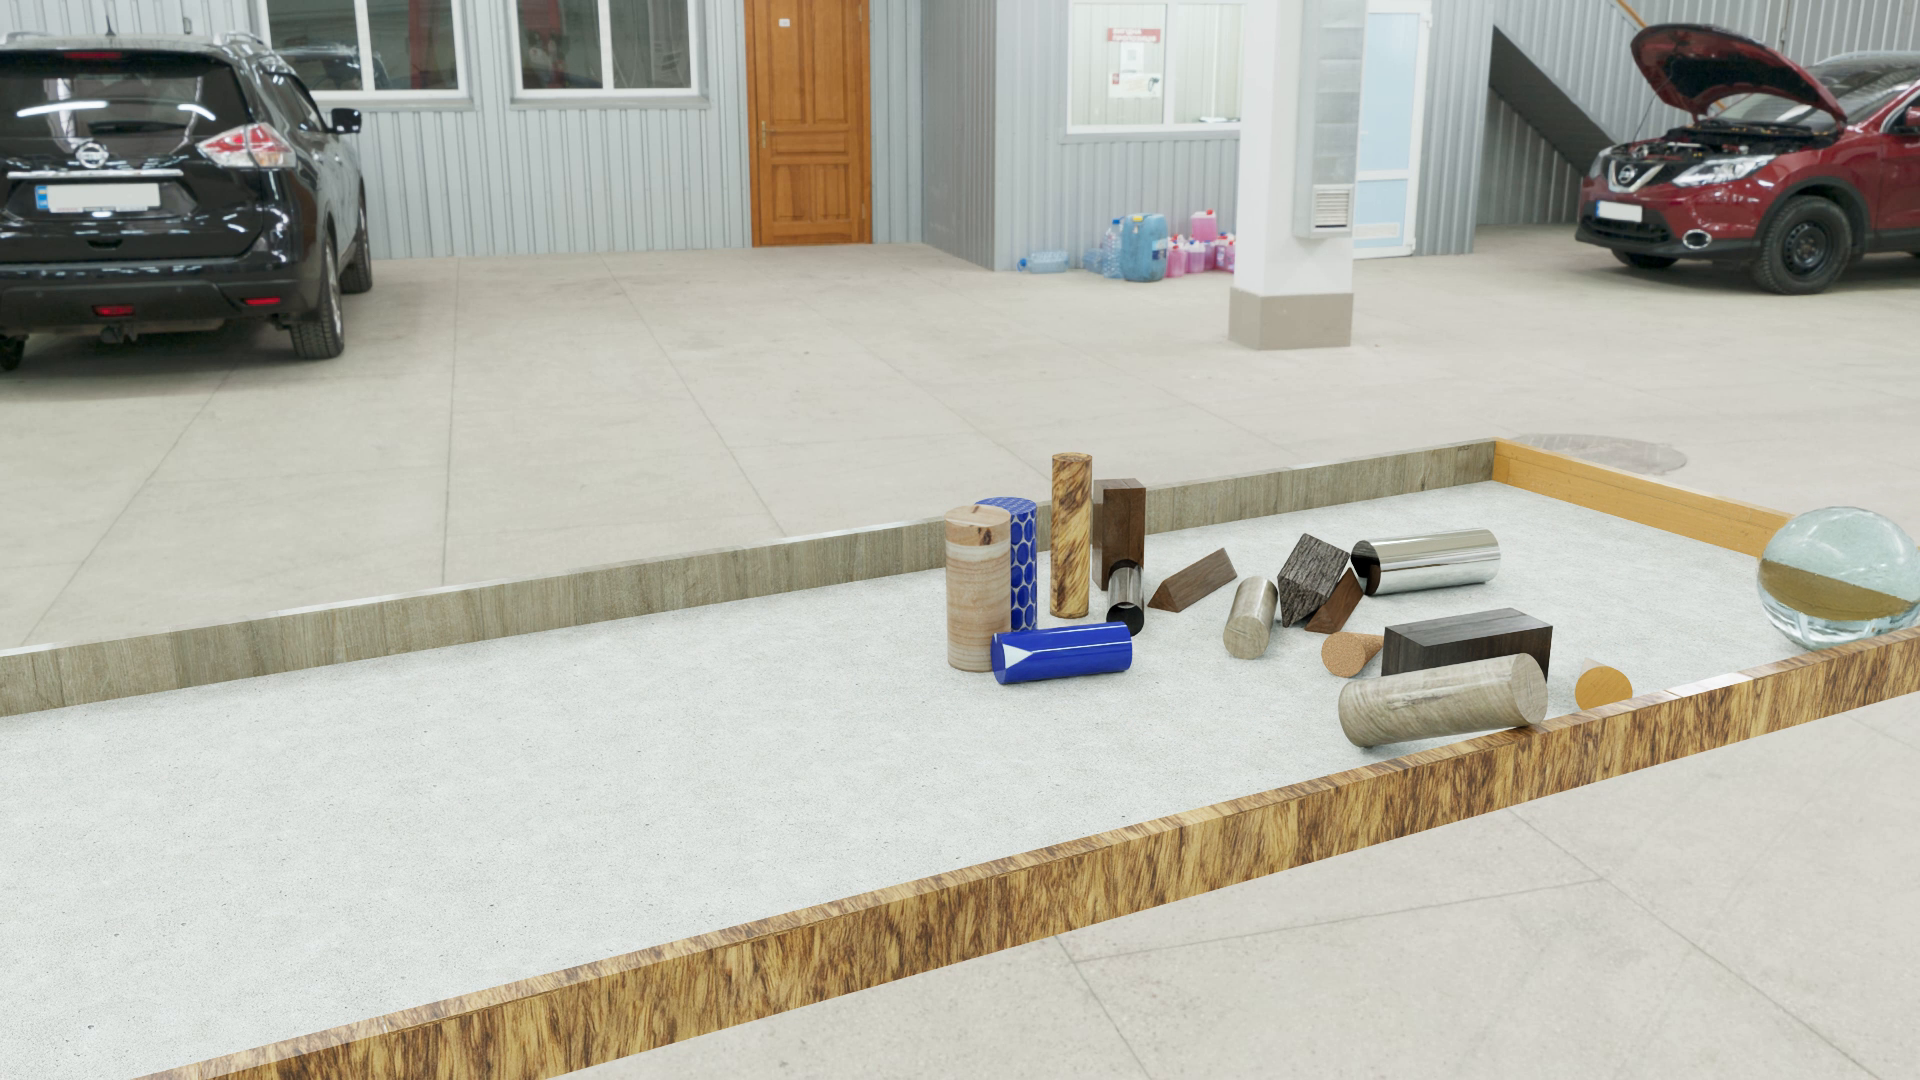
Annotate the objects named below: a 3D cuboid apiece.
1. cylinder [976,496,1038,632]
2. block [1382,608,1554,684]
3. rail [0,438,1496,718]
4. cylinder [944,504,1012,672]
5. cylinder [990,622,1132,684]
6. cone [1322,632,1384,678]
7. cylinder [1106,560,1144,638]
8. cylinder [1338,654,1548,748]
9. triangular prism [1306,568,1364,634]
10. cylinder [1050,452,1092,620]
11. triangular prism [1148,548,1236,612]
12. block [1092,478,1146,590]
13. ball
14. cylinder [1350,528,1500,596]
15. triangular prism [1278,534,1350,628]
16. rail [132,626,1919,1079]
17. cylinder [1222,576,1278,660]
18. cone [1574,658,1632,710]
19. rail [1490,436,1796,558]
[{"bbox_3d":[0.121,0.089,4.376,0.167,0.375,0.167,-1,18,0],"label":"cylinder"},{"bbox_3d":[1.259,0.287,4.102,0.389,0.155,0.155,-7,18,-22],"label":"block"},{"bbox_3d":[-3.305,0.497,3.399,12.000,0.150,0.050,-9,18,-27],"label":"rail"},{"bbox_3d":[0.047,0.124,4.210,0.167,0.396,0.167,-1,21,0],"label":"cylinder"},{"bbox_3d":[0.256,0.283,4.167,0.335,0.127,0.127,-5,17,-15],"label":"cylinder"},{"bbox_3d":[1.070,0.275,4.316,0.116,0.116,0.365,11,11,33],"label":"cone"},{"bbox_3d":[0.465,0.160,4.627,0.103,0.103,0.393,2,16,6],"label":"cylinder"},{"bbox_3d":[1.050,0.355,3.608,0.424,0.151,0.151,-16,1,44],"label":"cylinder"},{"bbox_3d":[1.060,0.165,4.646,0.091,0.079,0.379,7,18,23],"label":"triangular prism"},{"bbox_3d":[0.308,-0.012,4.593,0.111,0.451,0.111,0,16,0],"label":"cylinder"},{"bbox_3d":[0.685,0.109,4.824,0.098,0.085,0.397,10,19,32],"label":"triangular prism"},{"bbox_3d":[0.467,-0.018,4.868,0.127,0.305,0.127,-2,15,-8],"label":"block"},{"bbox_3d":[2.291,0.107,4.293,0.393,0.393,0.393,0,16,0],"label":"ball"},{"bbox_3d":[1.369,0.062,4.854,0.407,0.163,0.163,-6,17,-18],"label":"cylinder"},{"bbox_3d":[0.983,0.090,4.698,0.150,0.130,0.440,-37,0,26],"label":"triangular prism"},{"bbox_3d":[-2.336,1.006,1.665,12.000,0.150,0.050,-9,18,-27],"label":"rail"},{"bbox_3d":[0.786,0.206,4.445,0.118,0.118,0.357,4,17,14],"label":"cylinder"},{"bbox_3d":[1.578,0.334,4.106,0.128,0.128,0.436,4,9,15],"label":"cone"},{"bbox_3d":[2.466,-0.048,5.253,0.050,0.150,2.100,-9,18,-27],"label":"rail"}]
